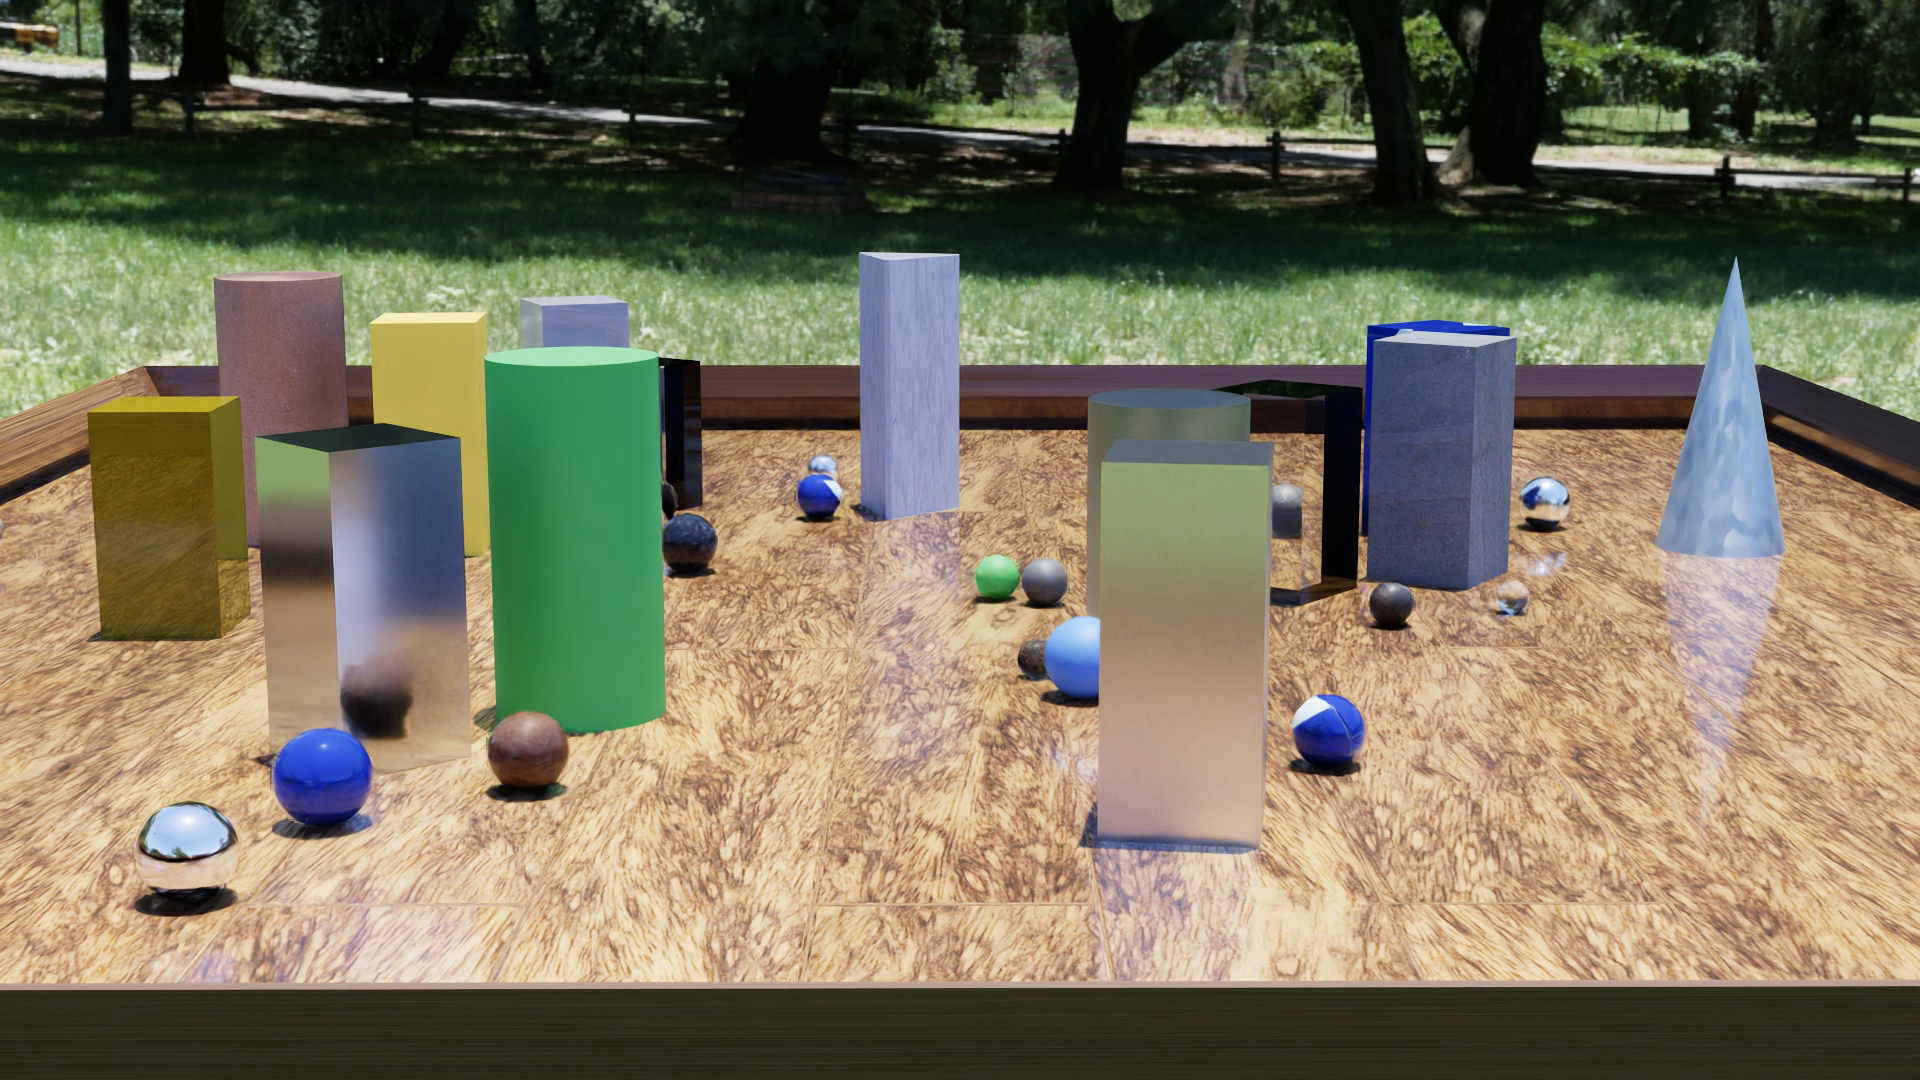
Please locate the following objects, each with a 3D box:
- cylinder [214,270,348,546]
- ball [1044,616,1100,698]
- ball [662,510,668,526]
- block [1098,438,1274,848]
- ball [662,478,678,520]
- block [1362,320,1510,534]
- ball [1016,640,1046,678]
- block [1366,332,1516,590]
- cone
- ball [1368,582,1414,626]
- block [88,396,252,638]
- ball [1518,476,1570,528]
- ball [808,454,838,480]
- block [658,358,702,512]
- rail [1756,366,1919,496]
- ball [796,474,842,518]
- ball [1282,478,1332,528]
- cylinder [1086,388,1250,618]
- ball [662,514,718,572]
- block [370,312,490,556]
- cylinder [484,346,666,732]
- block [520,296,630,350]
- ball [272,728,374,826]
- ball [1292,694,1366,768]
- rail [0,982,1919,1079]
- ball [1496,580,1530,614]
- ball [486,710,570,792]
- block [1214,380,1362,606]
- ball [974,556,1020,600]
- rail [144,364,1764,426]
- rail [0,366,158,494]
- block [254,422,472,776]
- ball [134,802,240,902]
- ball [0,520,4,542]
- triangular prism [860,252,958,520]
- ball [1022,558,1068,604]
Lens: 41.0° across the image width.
[{"bbox_3d":[-1.046,-0.207,3.974,0.191,0.404,0.191,0,11,0],"label":"cylinder"},{"bbox_3d":[0.145,0.136,2.975,0.096,0.096,0.096,0,11,0],"label":"ball"},{"bbox_3d":[-0.479,-0.021,3.865,0.078,0.078,0.078,0,11,0],"label":"ball"},{"bbox_3d":[0.217,0.095,2.462,0.153,0.363,0.153,2,11,8],"label":"block"},{"bbox_3d":[-0.489,-0.062,4.085,0.078,0.078,0.078,0,11,0],"label":"ball"},{"bbox_3d":[0.738,-0.169,3.988,0.153,0.325,0.153,-8,13,-35],"label":"block"},{"bbox_3d":[0.091,0.142,3.078,0.046,0.046,0.046,0,11,0],"label":"ball"},{"bbox_3d":[0.688,-0.117,3.663,0.153,0.341,0.153,7,13,32],"label":"block"},{"bbox_3d":[1.160,-0.208,3.875,0.191,0.442,0.191,0,11,0],"label":"cone"},{"bbox_3d":[0.564,0.083,3.359,0.058,0.058,0.058,0,11,0],"label":"ball"},{"bbox_3d":[-1.025,-0.031,3.336,0.153,0.292,0.153,0,11,-1],"label":"block"},{"bbox_3d":[0.925,-0.059,4.063,0.081,0.081,0.081,0,11,0],"label":"ball"},{"bbox_3d":[-0.239,-0.122,4.476,0.054,0.054,0.054,0,11,0],"label":"ball"},{"bbox_3d":[-0.535,-0.173,4.234,0.153,0.242,0.153,8,13,35],"label":"block"},{"bbox_3d":[1.611,0.030,3.458,0.045,0.124,3.536,0,11,0],"label":"rail"},{"bbox_3d":[-0.227,-0.071,4.147,0.073,0.073,0.073,0,11,0],"label":"ball"},{"bbox_3d":[0.548,-0.058,4.062,0.080,0.080,0.080,0,11,0],"label":"ball"},{"bbox_3d":[0.247,-0.002,3.056,0.191,0.336,0.191,0,11,0],"label":"cylinder"},{"bbox_3d":[-0.393,0.004,3.709,0.086,0.086,0.086,0,11,0],"label":"ball"},{"bbox_3d":[-0.795,-0.161,3.876,0.153,0.350,0.153,-1,11,-4],"label":"block"},{"bbox_3d":[-0.431,-0.005,2.882,0.191,0.406,0.191,0,11,0],"label":"cylinder"},{"bbox_3d":[-0.676,-0.264,4.520,0.153,0.317,0.153,-5,11,-23],"label":"block"},{"bbox_3d":[-0.615,0.229,2.476,0.095,0.095,0.095,0,11,0],"label":"ball"},{"bbox_3d":[0.385,0.200,2.686,0.077,0.077,0.077,0,11,0],"label":"ball"},{"bbox_3d":[0.010,0.351,1.734,3.270,0.124,0.045,0,11,0],"label":"rail"},{"bbox_3d":[0.741,0.076,3.435,0.045,0.045,0.045,0,11,0],"label":"ball"},{"bbox_3d":[-0.437,0.213,2.594,0.083,0.083,0.083,0,11,0],"label":"ball"},{"bbox_3d":[0.450,-0.069,3.564,0.153,0.283,0.153,8,13,38],"label":"block"},{"bbox_3d":[0.051,0.052,3.521,0.062,0.062,0.062,0,11,0],"label":"ball"},{"bbox_3d":[-0.010,-0.287,5.164,3.270,0.124,0.045,0,11,0],"label":"rail"},{"bbox_3d":[-1.611,0.034,3.440,0.045,0.124,3.536,0,11,0],"label":"rail"},{"bbox_3d":[-0.627,0.061,2.702,0.153,0.342,0.153,-10,14,-42],"label":"block"},{"bbox_3d":[-0.678,0.274,2.253,0.089,0.089,0.089,0,11,0],"label":"ball"},{"bbox_3d":[-1.471,-0.014,3.840,0.074,0.074,0.074,0,11,0],"label":"ball"},{"bbox_3d":[-0.111,-0.258,4.210,0.144,0.418,0.166,10,14,43],"label":"triangular prism"},{"bbox_3d":[0.116,0.056,3.489,0.064,0.064,0.064,0,11,0],"label":"ball"}]
